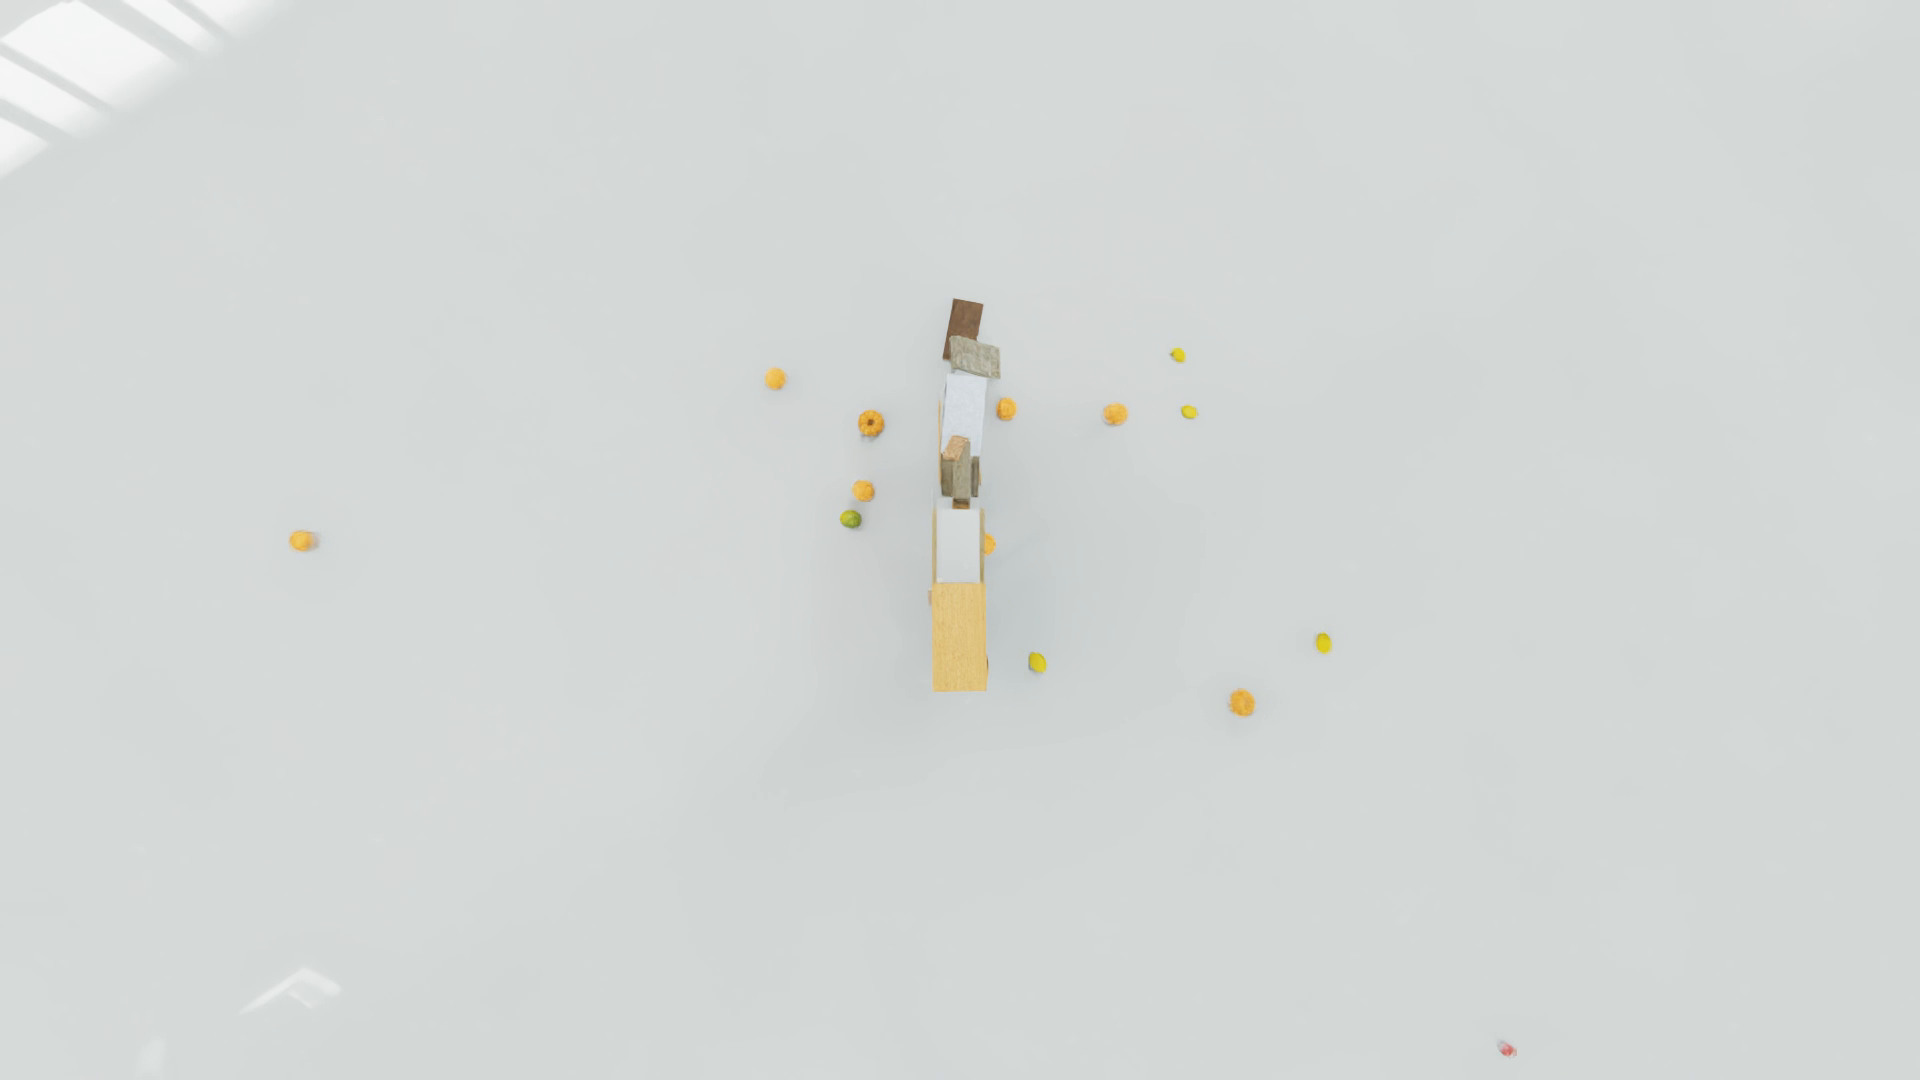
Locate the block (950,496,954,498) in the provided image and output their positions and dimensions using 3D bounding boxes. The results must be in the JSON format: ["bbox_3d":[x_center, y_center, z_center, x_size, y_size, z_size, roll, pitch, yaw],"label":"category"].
[{"bbox_3d":[-0.005,-0.134,4.996,0.048,0.014,0.095,0,90,0],"label":"block"}]

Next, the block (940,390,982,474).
[{"bbox_3d":[0.004,-0.321,4.927,0.124,0.035,0.248,1,90,0],"label":"block"}]

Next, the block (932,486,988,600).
[{"bbox_3d":[0.001,0.009,5.124,0.175,0.050,0.351,0,90,0],"label":"block"}]

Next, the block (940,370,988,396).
[{"bbox_3d":[0.031,-0.536,5.464,0.102,0.029,0.204,36,100,-3],"label":"block"}]

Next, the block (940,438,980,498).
[{"bbox_3d":[0.000,-0.211,4.845,0.112,0.305,0.032,1,64,0],"label":"block"}]

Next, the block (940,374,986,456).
[{"bbox_3d":[0.011,-0.353,4.686,0.112,0.032,0.224,5,89,0],"label":"block"}]

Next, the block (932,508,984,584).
[{"bbox_3d":[-0.005,0.062,4.771,0.153,0.043,0.307,0,90,0],"label":"block"}]

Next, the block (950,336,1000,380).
[{"bbox_3d":[0.050,-0.585,5.298,0.029,0.204,0.102,-11,75,44],"label":"block"}]

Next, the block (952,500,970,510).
[{"bbox_3d":[0.003,-0.084,4.438,0.047,0.095,0.013,0,110,0],"label":"block"}]

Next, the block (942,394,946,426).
[{"bbox_3d":[0.008,-0.363,4.806,0.112,0.224,0.032,6,58,0],"label":"block"}]

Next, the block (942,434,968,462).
[{"bbox_3d":[-0.013,-0.258,4.613,0.047,0.095,0.013,11,134,12],"label":"block"}]

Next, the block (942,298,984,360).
[{"bbox_3d":[0.010,-0.692,5.486,0.102,0.029,0.204,11,90,0],"label":"block"}]

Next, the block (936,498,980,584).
[{"bbox_3d":[-0.005,0.003,4.501,0.116,0.033,0.231,0,90,0],"label":"block"}]

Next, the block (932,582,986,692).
[{"bbox_3d":[-0.002,0.247,4.207,0.137,0.039,0.275,0,90,0],"label":"block"}]

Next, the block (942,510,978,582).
[{"bbox_3d":[0.001,0.015,4.284,0.094,0.027,0.187,0,90,0],"label":"block"}]

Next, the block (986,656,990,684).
[{"bbox_3d":[0.005,0.336,4.364,0.137,0.275,0.039,6,92,0],"label":"block"}]

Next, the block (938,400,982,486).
[{"bbox_3d":[0.000,-0.306,5.211,0.135,0.038,0.270,0,90,0],"label":"block"}]

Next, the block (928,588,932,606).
[{"bbox_3d":[-0.016,0.164,4.946,0.153,0.307,0.043,-4,90,0],"label":"block"}]

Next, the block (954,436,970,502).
[{"bbox_3d":[0.005,-0.198,4.568,0.047,0.263,0.013,0,132,0],"label":"block"}]
